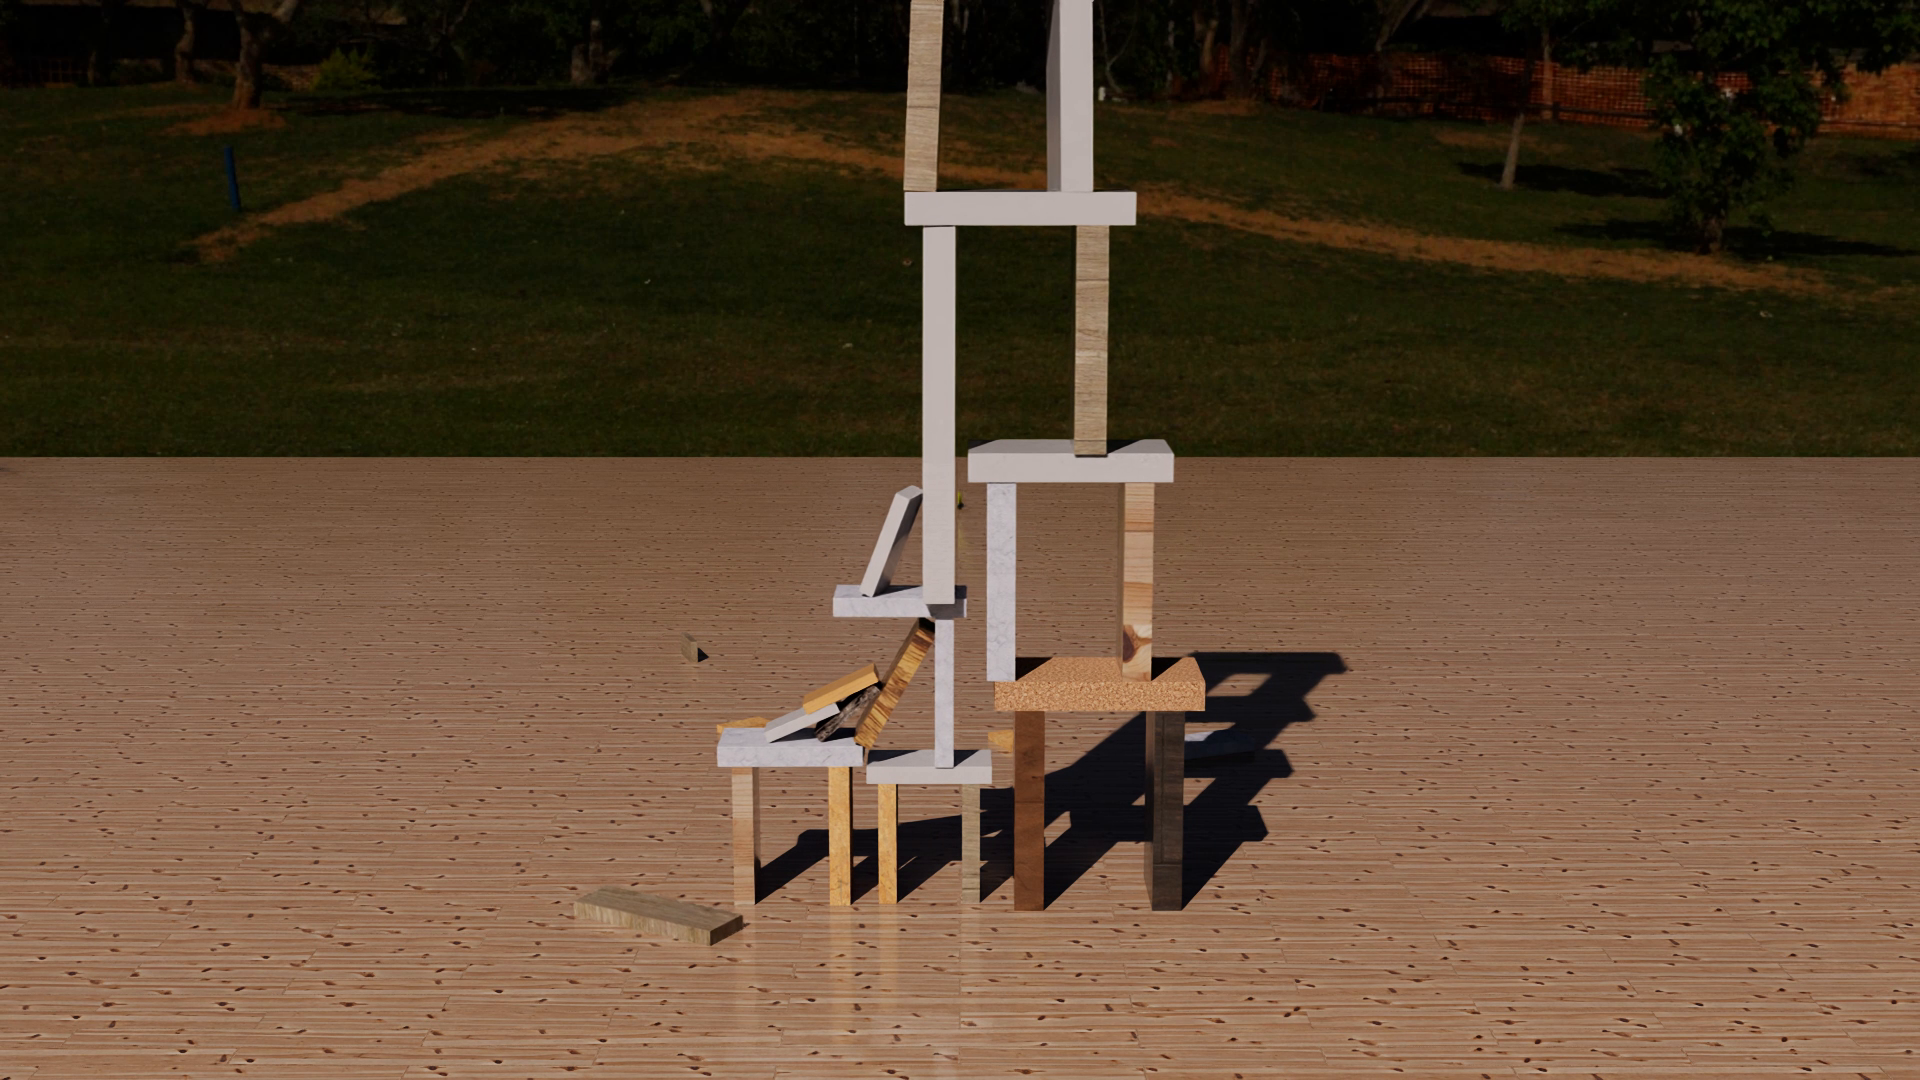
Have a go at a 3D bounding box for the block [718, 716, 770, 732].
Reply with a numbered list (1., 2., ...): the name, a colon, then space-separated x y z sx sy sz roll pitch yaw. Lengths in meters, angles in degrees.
1. block: -0.457 0.396 4.671 0.105 0.015 0.053 -8 13 -38

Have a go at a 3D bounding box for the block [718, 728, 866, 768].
1. block: -0.276 0.341 3.626 0.236 0.033 0.118 0 11 0

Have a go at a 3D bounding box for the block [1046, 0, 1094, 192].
1. block: 0.170 -0.722 3.422 0.050 0.351 0.175 -2 11 -5

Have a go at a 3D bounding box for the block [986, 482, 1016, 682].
1. block: 0.067 0.053 3.572 0.046 0.323 0.162 0 11 1

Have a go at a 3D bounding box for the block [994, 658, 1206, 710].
1. block: 0.224 0.235 3.605 0.337 0.048 0.168 0 11 0

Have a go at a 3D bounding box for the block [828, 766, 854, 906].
1. block: -0.197 0.473 3.651 0.033 0.236 0.118 0 11 0

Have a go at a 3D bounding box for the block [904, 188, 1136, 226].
1. block: 0.091 -0.524 3.459 0.355 0.050 0.178 0 11 -1

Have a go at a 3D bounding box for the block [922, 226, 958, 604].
1. block: -0.030 -0.207 3.520 0.050 0.595 0.178 0 11 2

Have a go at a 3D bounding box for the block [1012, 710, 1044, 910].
1. block: 0.113 0.424 3.639 0.048 0.337 0.168 0 11 0

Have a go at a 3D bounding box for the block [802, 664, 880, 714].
1. block: -0.195 0.244 3.603 0.129 0.018 0.064 -25 10 3

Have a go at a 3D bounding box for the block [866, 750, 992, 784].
1. block: -0.050 0.374 3.632 0.204 0.029 0.102 0 11 0

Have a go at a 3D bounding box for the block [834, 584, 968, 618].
1. block: -0.096 0.099 3.580 0.214 0.030 0.107 0 11 0

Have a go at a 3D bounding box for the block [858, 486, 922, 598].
1. block: -0.109 0.001 3.553 0.025 0.175 0.087 24 16 11

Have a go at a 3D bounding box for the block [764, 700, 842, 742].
1. block: -0.258 0.292 3.613 0.129 0.018 0.064 -23 10 4

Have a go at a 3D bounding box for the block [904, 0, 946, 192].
1. block: -0.053 -0.723 3.425 0.050 0.351 0.176 3 11 0

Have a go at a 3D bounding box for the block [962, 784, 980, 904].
1. block: 0.018 0.489 3.654 0.029 0.204 0.102 0 11 0

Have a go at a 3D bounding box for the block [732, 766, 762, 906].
1. block: -0.354 0.474 3.651 0.033 0.236 0.118 0 11 0

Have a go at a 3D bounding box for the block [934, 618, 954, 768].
1. block: -0.025 0.237 3.605 0.030 0.250 0.107 0 11 0

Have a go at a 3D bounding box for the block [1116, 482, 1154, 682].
1. block: 0.284 0.053 3.571 0.046 0.323 0.162 0 11 0

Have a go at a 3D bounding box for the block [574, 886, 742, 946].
1. block: -0.486 0.603 3.533 0.272 0.025 0.087 6 12 29

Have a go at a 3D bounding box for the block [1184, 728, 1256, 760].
1. block: 0.508 0.419 4.521 0.175 0.025 0.087 -5 12 -24

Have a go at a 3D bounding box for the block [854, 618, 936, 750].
1. block: -0.107 0.232 3.606 0.030 0.214 0.107 29 9 -5

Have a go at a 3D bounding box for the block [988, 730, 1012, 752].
1. block: 0.105 0.416 4.565 0.053 0.015 0.105 -5 12 -25

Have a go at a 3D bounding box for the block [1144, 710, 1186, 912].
1. block: 0.337 0.424 3.639 0.048 0.337 0.168 0 11 0

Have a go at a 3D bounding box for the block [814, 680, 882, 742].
1. block: -0.184 0.276 3.615 0.129 0.018 0.064 -41 8 7

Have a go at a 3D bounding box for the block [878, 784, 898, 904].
1. block: -0.119 0.489 3.653 0.029 0.204 0.102 0 11 0

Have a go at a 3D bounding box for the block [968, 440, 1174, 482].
1. block: 0.174 -0.128 3.535 0.323 0.046 0.162 0 11 0

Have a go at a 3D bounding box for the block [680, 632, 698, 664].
1. block: -0.653 0.259 5.305 0.015 0.053 0.105 -4 11 -20

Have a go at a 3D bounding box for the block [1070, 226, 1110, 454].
1. block: 0.205 -0.325 3.498 0.050 0.356 0.178 0 11 1
